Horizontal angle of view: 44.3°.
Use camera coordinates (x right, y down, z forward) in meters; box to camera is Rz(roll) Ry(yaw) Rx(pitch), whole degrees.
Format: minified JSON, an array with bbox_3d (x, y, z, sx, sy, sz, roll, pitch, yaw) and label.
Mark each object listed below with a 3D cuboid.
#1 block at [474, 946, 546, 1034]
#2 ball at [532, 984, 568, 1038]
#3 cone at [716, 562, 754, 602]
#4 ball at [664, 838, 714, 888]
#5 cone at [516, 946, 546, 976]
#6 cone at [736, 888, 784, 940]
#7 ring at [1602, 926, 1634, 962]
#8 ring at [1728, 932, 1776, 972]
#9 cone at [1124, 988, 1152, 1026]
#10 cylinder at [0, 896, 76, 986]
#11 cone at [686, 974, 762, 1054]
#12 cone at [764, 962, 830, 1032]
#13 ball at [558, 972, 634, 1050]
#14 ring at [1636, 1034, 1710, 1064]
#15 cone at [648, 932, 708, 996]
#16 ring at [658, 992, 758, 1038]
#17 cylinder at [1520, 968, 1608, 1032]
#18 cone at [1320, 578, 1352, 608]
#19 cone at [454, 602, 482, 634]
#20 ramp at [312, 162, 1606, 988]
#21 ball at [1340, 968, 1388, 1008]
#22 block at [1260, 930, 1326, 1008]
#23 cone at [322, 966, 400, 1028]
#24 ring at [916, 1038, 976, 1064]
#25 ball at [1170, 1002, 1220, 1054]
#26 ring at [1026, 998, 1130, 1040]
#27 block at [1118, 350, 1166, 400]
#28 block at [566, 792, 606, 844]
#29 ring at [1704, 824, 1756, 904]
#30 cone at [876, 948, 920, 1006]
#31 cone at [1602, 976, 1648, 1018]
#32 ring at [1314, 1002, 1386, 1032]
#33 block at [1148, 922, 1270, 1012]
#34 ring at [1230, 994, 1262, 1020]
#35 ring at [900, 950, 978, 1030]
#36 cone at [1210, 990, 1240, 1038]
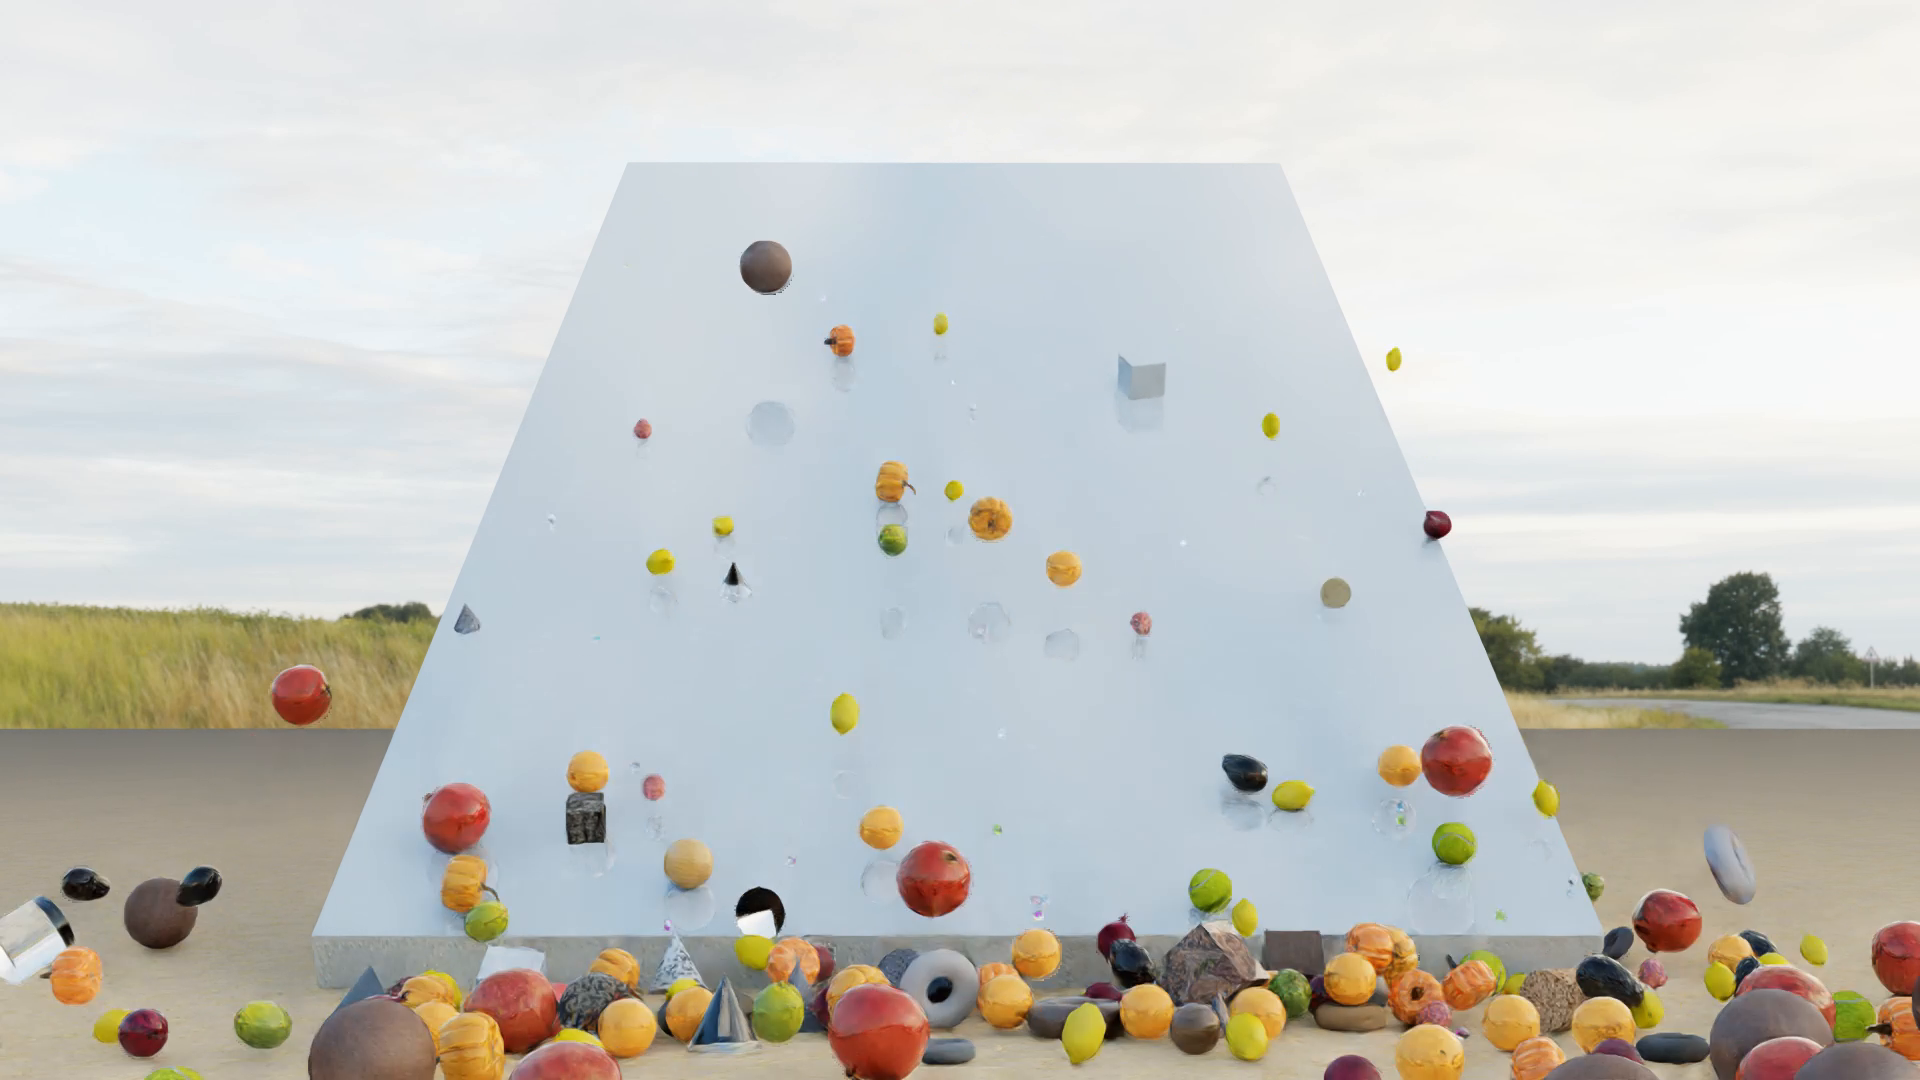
[{"bbox_3d":[-0.605,0.603,3.169,0.077,0.077,0.077,8,25,-1],"label":"block"},{"bbox_3d":[-0.532,0.622,3.122,0.070,0.070,0.070,0,-4,0],"label":"ball"},{"bbox_3d":[-0.445,0.074,4.653,0.072,0.072,0.072,0,26,0],"label":"cone"},{"bbox_3d":[-0.431,0.514,3.752,0.081,0.081,0.081,0,-4,0],"label":"ball"},{"bbox_3d":[-0.623,0.616,3.344,0.062,0.062,0.062,2,-29,-22],"label":"cone"},{"bbox_3d":[-0.297,0.577,3.675,0.081,0.081,0.081,-1,-2,15],"label":"cone"},{"bbox_3d":[1.136,0.702,4.095,0.077,0.026,0.077,-44,4,4],"label":"ring"},{"bbox_3d":[1.324,0.689,3.945,0.075,0.075,0.025,-2,-38,27],"label":"ring"},{"bbox_3d":[0.241,0.641,3.258,0.052,0.052,0.052,0,-4,0],"label":"cone"},{"bbox_3d":[-1.338,0.574,3.385,0.092,0.092,0.092,-4,23,45],"label":"cylinder"},{"bbox_3d":[-0.300,0.600,3.004,0.096,0.096,0.096,0,-4,0],"label":"cone"},{"bbox_3d":[-0.221,0.618,3.209,0.092,0.092,0.092,0,-4,0],"label":"cone"},{"bbox_3d":[-0.463,0.599,3.003,0.096,0.096,0.096,0,-4,0],"label":"ball"},{"bbox_3d":[0.878,0.626,2.907,0.087,0.029,0.087,-1,-4,0],"label":"ring"},{"bbox_3d":[-0.410,0.608,3.408,0.086,0.086,0.086,-4,-17,-1],"label":"cone"},{"bbox_3d":[-0.336,0.634,3.152,0.135,0.045,0.135,-3,0,0],"label":"ring"},{"bbox_3d":[0.815,0.620,3.188,0.082,0.082,0.082,4,-6,-36],"label":"cylinder"},{"bbox_3d":[0.739,0.104,4.651,0.060,0.060,0.060,0,-1,6],"label":"cone"},{"bbox_3d":[-0.947,0.143,4.530,0.055,0.055,0.055,0,26,0],"label":"cone"},{"bbox_3d":[-0.010,-0.228,5.463,2.000,0.100,4.000,0,26,0],"label":"ramp"},{"bbox_3d":[0.572,0.640,3.338,0.068,0.068,0.068,0,-4,0],"label":"ball"},{"bbox_3d":[0.485,0.625,3.439,0.080,0.080,0.080,0,-46,1],"label":"block"},{"bbox_3d":[-0.830,0.644,3.227,0.093,0.093,0.093,-26,5,-19],"label":"cone"},{"bbox_3d":[-0.017,0.627,2.894,0.075,0.025,0.075,-1,-4,0],"label":"ring"},{"bbox_3d":[0.294,0.612,2.955,0.064,0.064,0.064,0,-4,0],"label":"ball"},{"bbox_3d":[0.157,0.635,3.133,0.137,0.046,0.137,0,-5,0],"label":"ring"},{"bbox_3d":[0.430,-0.391,5.585,0.086,0.086,0.086,-8,27,-16],"label":"block"},{"bbox_3d":[-0.616,0.458,3.887,0.060,0.060,0.060,-2,26,-4],"label":"block"},{"bbox_3d":[1.353,0.570,4.148,0.049,0.146,0.146,-25,-16,25],"label":"ring"},{"bbox_3d":[-0.071,0.650,3.499,0.083,0.083,0.083,-1,-13,18],"label":"cone"},{"bbox_3d":[0.928,0.632,3.322,0.057,0.057,0.057,36,19,35],"label":"cone"},{"bbox_3d":[0.530,0.647,3.206,0.098,0.033,0.098,0,-5,0],"label":"ring"},{"bbox_3d":[0.340,0.590,3.213,0.099,0.099,0.099,-45,-24,15],"label":"block"},{"bbox_3d":[0.378,0.657,3.337,0.098,0.033,0.098,-1,-3,0],"label":"ring"},{"bbox_3d":[-0.028,0.611,3.204,0.112,0.112,0.037,1,7,-17],"label":"ring"},{"bbox_3d":[0.344,0.627,3.139,0.058,0.058,0.058,2,0,0],"label":"cone"}]
